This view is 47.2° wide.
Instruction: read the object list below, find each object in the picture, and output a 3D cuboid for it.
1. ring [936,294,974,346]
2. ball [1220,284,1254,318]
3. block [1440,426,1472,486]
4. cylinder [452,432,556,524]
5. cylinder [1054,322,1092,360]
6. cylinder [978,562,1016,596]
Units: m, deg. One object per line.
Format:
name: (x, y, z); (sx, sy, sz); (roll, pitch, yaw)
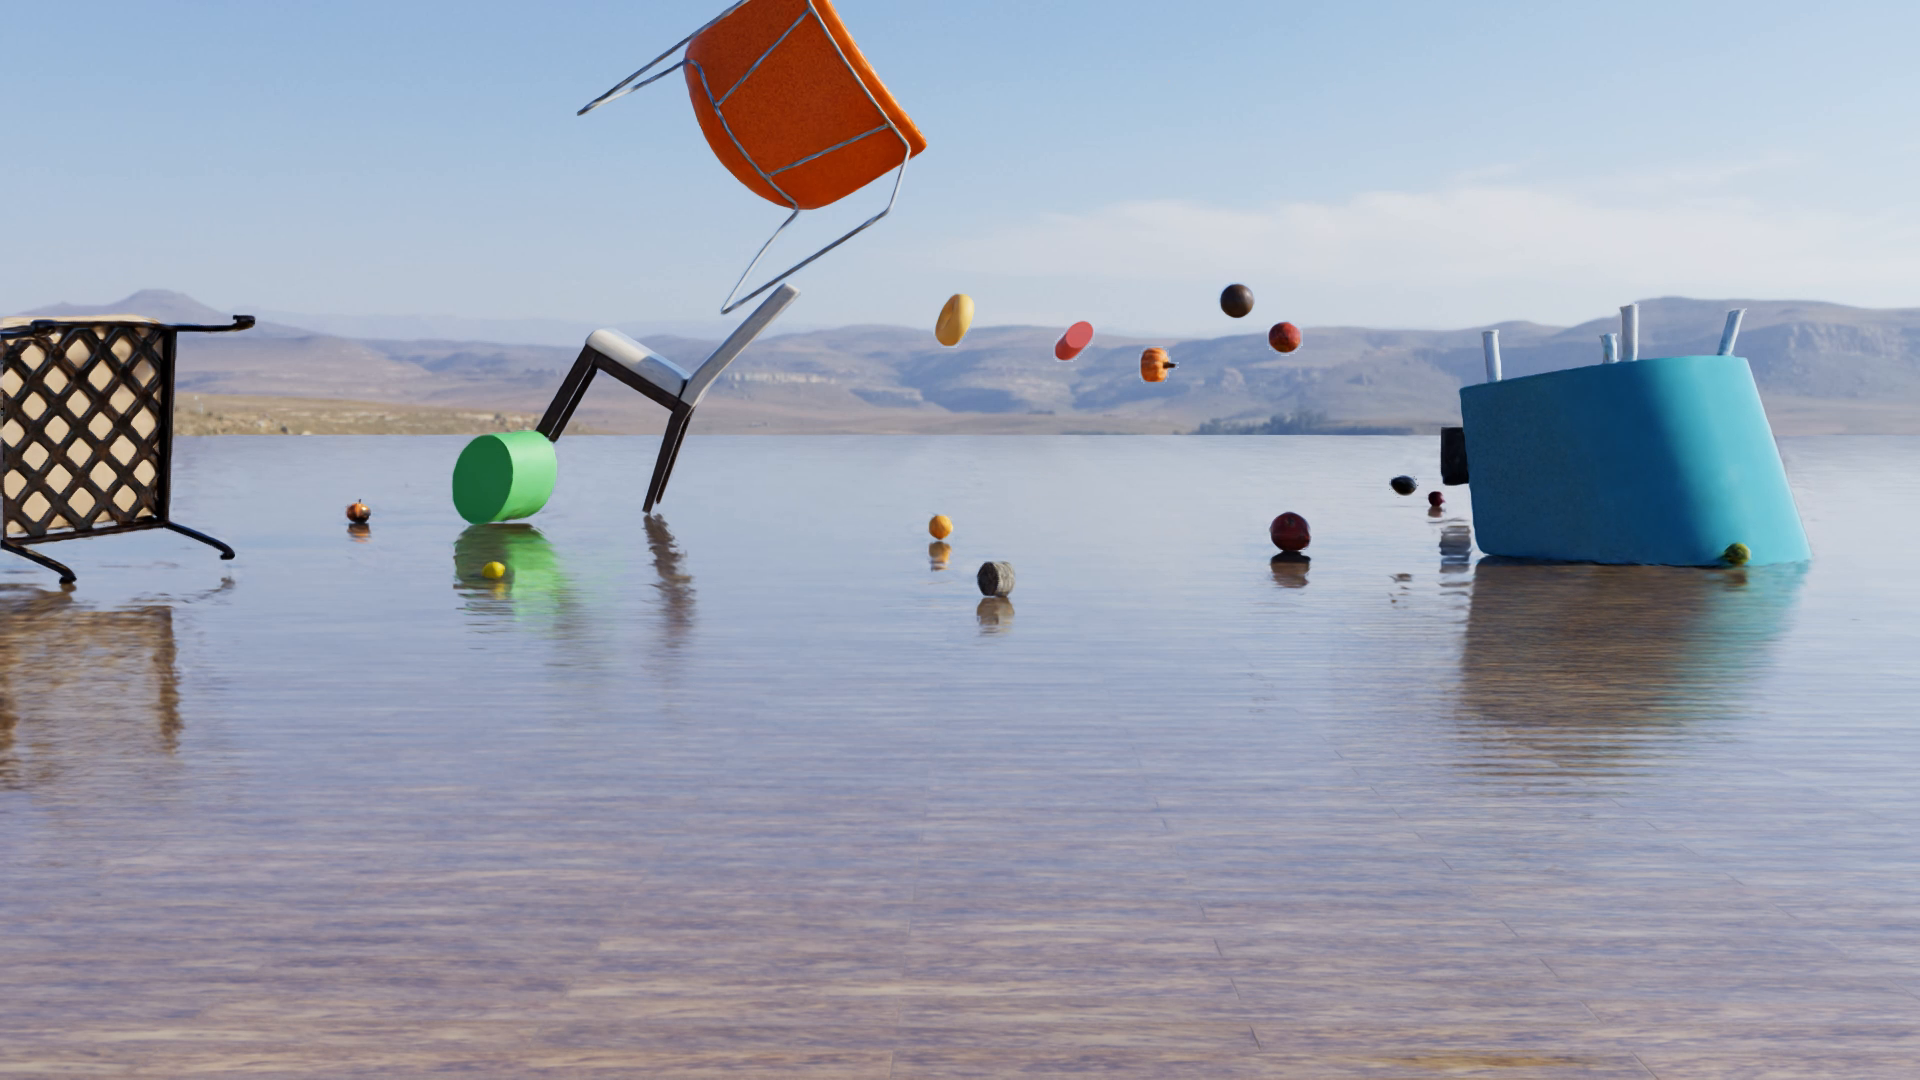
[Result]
ring: (-0.016, -0.647, 6.452); (0.063, 0.162, 0.160); (24, -11, -19)
ball: (0.667, -0.577, 5.296); (0.083, 0.083, 0.083); (0, 4, 0)
block: (1.923, -0.327, 8.519); (0.100, 0.218, 0.113); (-2, 5, 5)
cylinder: (-1.527, -0.211, 7.376); (0.243, 0.318, 0.222); (37, 22, 21)
cylinder: (0.383, -0.669, 7.393); (0.104, 0.077, 0.180); (-45, 1, -13)
cylinder: (0.078, 0.084, 4.763); (0.064, 0.075, 0.052); (13, 9, 43)
